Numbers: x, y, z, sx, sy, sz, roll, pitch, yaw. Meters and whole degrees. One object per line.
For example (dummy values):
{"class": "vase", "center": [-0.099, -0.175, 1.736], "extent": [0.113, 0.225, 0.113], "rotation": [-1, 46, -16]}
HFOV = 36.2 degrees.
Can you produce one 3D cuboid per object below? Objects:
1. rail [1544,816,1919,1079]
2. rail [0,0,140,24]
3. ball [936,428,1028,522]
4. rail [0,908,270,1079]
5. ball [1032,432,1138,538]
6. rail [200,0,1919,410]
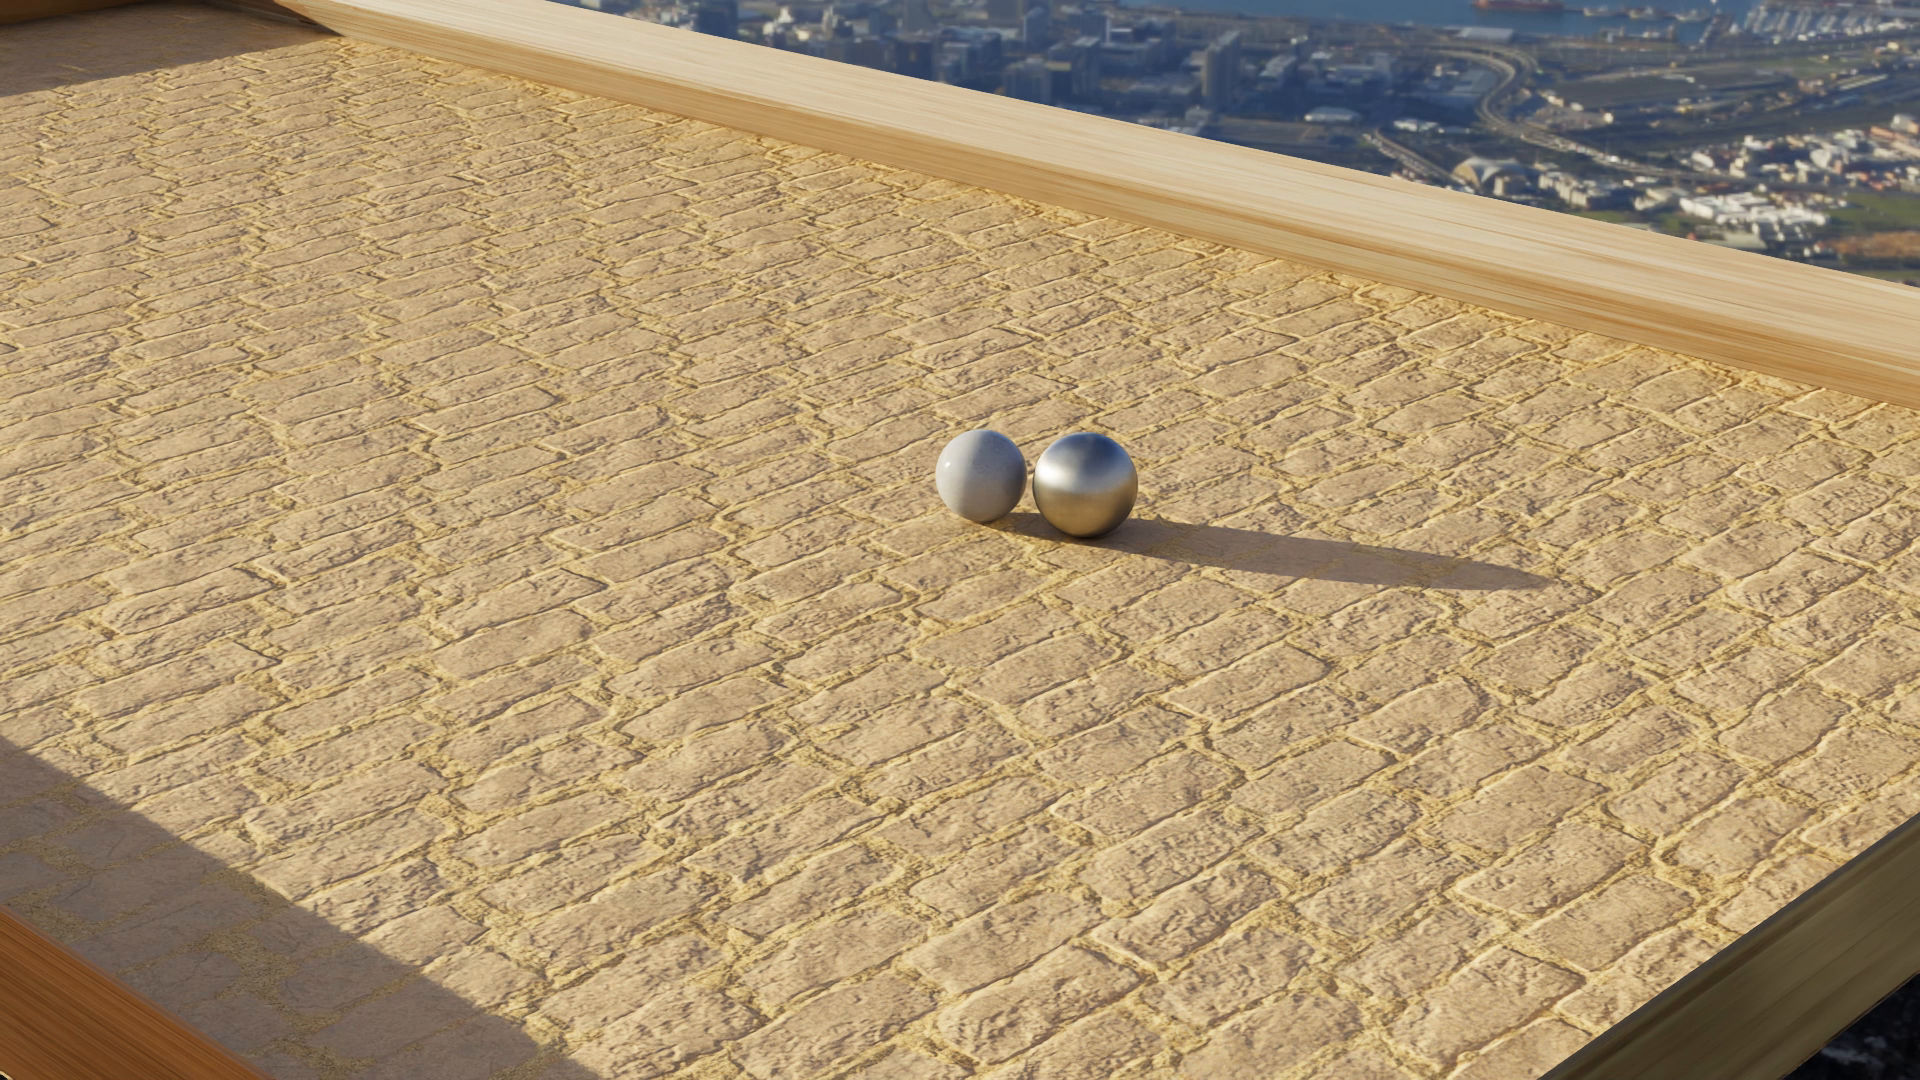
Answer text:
{"class": "rail", "center": [0.672, 0.204, 2.001], "extent": [0.045, 0.127, 2.033], "rotation": [19, 28, 40]}
{"class": "rail", "center": [-2.049, -0.734, 4.402], "extent": [0.045, 0.127, 2.033], "rotation": [19, 28, 40]}
{"class": "ball", "center": [0.020, -0.060, 2.735], "extent": [0.087, 0.087, 0.087], "rotation": [0, 21, 0]}
{"class": "rail", "center": [-1.372, -0.003, 2.530], "extent": [3.796, 0.127, 0.045], "rotation": [19, 28, 40]}
{"class": "ball", "center": [0.115, -0.050, 2.695], "extent": [0.098, 0.098, 0.098], "rotation": [0, 21, 0]}
{"class": "rail", "center": [-0.006, -0.527, 3.873], "extent": [3.796, 0.127, 0.045], "rotation": [19, 28, 40]}
